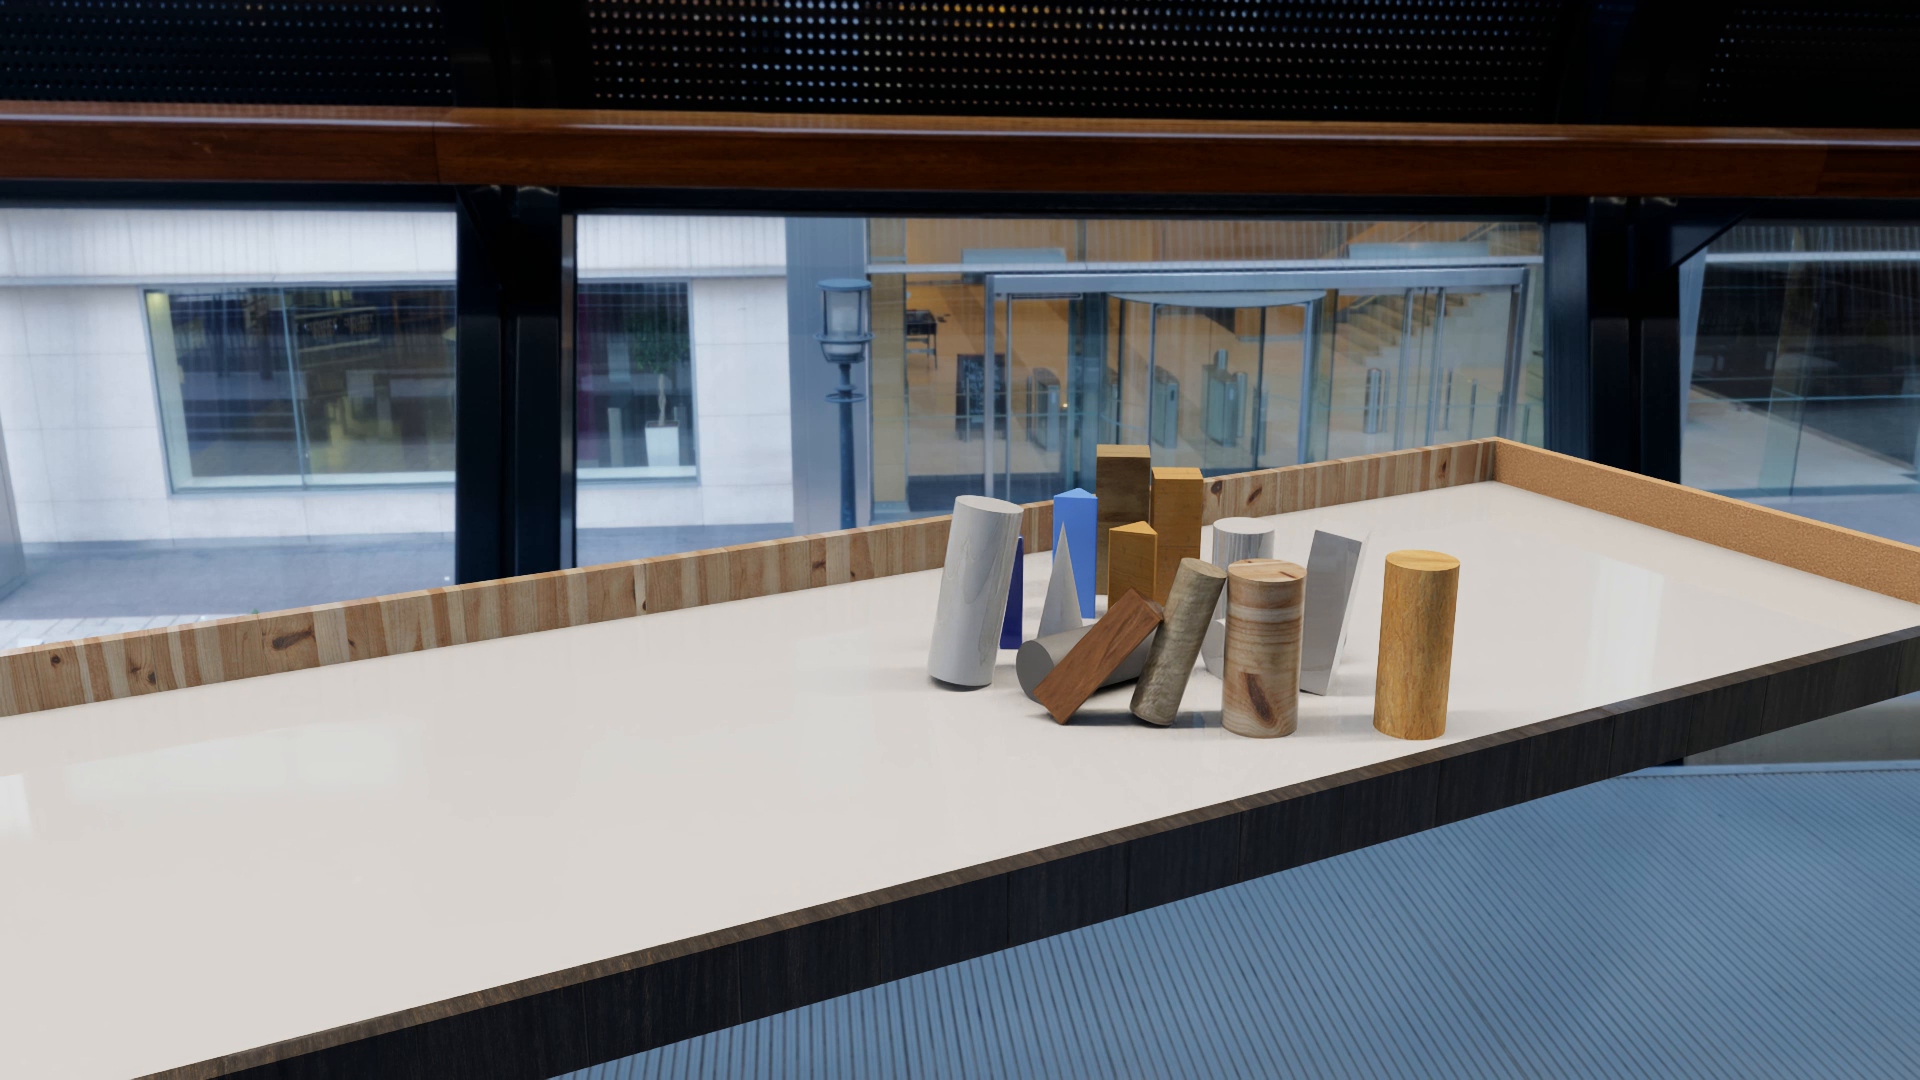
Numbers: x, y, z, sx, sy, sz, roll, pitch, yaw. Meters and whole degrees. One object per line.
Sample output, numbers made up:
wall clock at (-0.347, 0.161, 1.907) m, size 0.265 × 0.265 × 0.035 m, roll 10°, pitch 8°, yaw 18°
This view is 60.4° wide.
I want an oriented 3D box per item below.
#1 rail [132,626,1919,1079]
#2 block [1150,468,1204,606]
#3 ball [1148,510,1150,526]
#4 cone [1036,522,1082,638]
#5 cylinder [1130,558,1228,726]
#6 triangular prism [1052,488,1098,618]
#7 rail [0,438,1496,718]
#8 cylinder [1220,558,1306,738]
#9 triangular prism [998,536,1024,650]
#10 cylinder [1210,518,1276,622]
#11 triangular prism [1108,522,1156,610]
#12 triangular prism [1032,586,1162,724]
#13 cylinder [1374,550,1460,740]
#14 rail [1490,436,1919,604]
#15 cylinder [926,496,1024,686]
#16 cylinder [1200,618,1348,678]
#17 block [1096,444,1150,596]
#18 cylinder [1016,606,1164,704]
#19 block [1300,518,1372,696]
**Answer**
rail at (-2.336, 1.006, 1.665) m, size 12.000 × 0.150 × 0.050 m, roll -9°, pitch 18°, yaw -27°
block at (0.594, 0.016, 4.566) m, size 0.130 × 0.414 × 0.130 m, roll 1°, pitch 16°, yaw 2°
ball at (0.546, -0.063, 5.253) m, size 0.178 × 0.178 × 0.178 m, roll 0°, pitch 16°, yaw 0°
cone at (0.260, 0.136, 4.207) m, size 0.155 × 0.387 × 0.155 m, roll 0°, pitch 16°, yaw 0°
cylinder at (0.507, 0.237, 3.846) m, size 0.112 × 0.380 × 0.112 m, roll 16°, pitch 17°, yaw -5°
triangular prism at (0.325, 0.036, 4.616) m, size 0.120 × 0.348 × 0.104 m, roll 3°, pitch 17°, yaw 9°
rail at (-3.305, 0.497, 3.399) m, size 12.000 × 0.150 × 0.050 m, roll -9°, pitch 18°, yaw -27°
cylinder at (0.703, 0.251, 3.829) m, size 0.179 × 0.379 × 0.179 m, roll 0°, pitch 16°, yaw 0°
triangular prism at (0.104, 0.124, 4.381) m, size 0.127 × 0.311 × 0.110 m, roll 1°, pitch 16°, yaw 3°
cylinder at (0.741, 0.123, 4.342) m, size 0.160 × 0.335 × 0.160 m, roll 0°, pitch 16°, yaw 0°
triangular prism at (0.466, 0.123, 4.353) m, size 0.126 × 0.330 × 0.109 m, roll 6°, pitch 17°, yaw 20°
triangular prism at (0.339, 0.275, 3.887) m, size 0.109 × 0.350 × 0.095 m, roll 48°, pitch 17°, yaw 22°
cylinder at (1.052, 0.241, 3.809) m, size 0.163 × 0.409 × 0.163 m, roll 0°, pitch 16°, yaw 0°
rail at (2.466, -0.048, 5.253) m, size 0.050 × 0.150 × 2.100 m, roll -9°, pitch 18°, yaw -27°
cylinder at (0.036, 0.125, 4.104) m, size 0.171 × 0.443 × 0.171 m, roll 9°, pitch 12°, yaw -2°
cylinder at (0.805, 0.253, 4.232) m, size 0.355 × 0.149 × 0.149 m, roll -9°, pitch 18°, yaw -27°
block at (0.472, -0.059, 4.821) m, size 0.153 × 0.414 × 0.153 m, roll 1°, pitch 16°, yaw 4°
cylinder at (0.356, 0.284, 4.111) m, size 0.428 × 0.157 × 0.157 m, roll -12°, pitch 20°, yaw -35°
block at (0.897, 0.164, 4.049) m, size 0.114 × 0.408 × 0.114 m, roll 16°, pitch 21°, yaw 20°
